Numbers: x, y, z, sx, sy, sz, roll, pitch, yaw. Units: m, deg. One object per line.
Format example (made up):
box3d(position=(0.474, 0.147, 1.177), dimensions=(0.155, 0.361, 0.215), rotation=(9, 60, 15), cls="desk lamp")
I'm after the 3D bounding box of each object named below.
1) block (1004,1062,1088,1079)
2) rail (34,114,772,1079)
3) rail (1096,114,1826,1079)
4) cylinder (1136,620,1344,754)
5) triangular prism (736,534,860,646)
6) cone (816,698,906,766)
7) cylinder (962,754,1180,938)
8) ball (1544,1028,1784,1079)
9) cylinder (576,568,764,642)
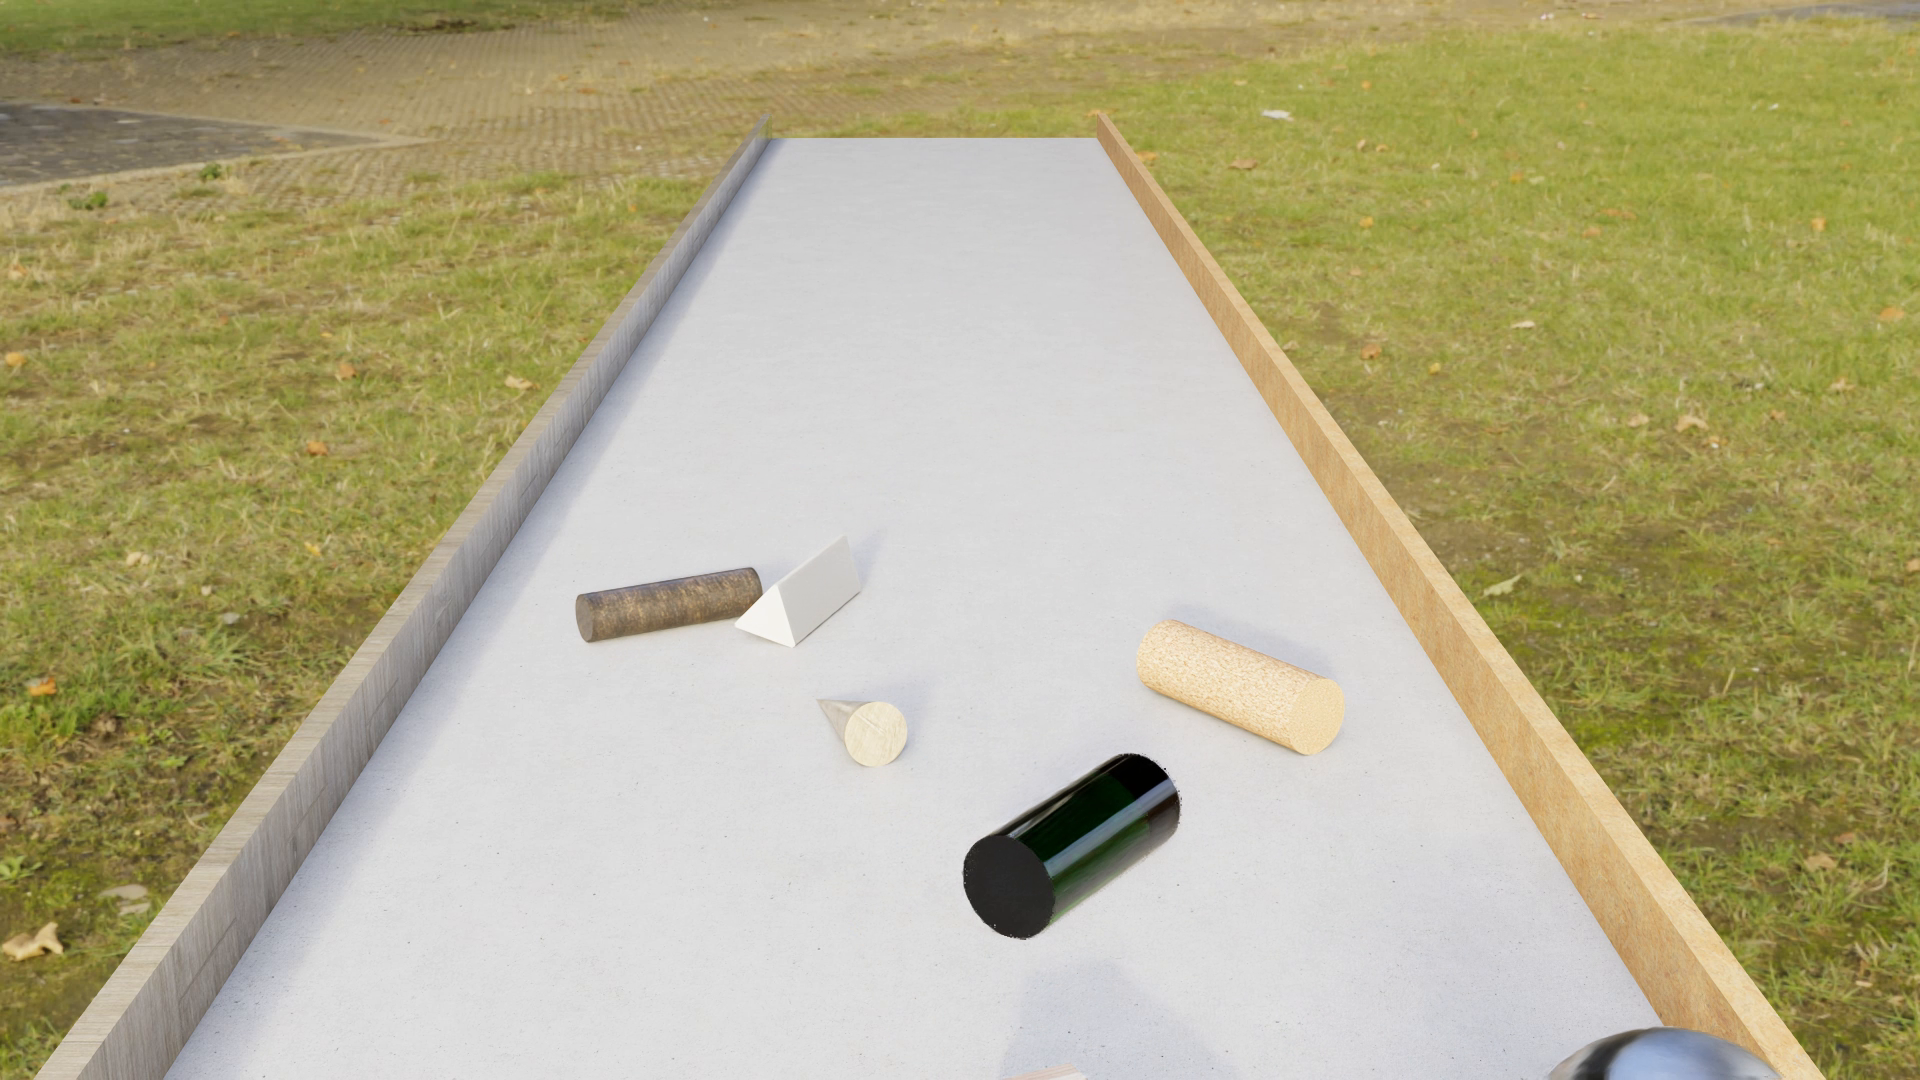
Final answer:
box3d(position=(0.169, 0.759, 2.439), dimensions=(0.135, 0.135, 0.450), rotation=(-8, 18, -25), cls="block")
box3d(position=(-1.118, -0.838, 7.780), dimensions=(0.050, 0.150, 12.000), rotation=(0, 17, -1), cls="rail")
box3d(position=(0.932, -0.844, 7.801), dimensions=(0.050, 0.150, 12.000), rotation=(0, 17, -1), cls="rail")
box3d(position=(0.515, 0.268, 4.078), dimensions=(0.142, 0.142, 0.409), rotation=(-12, 20, -35), cls="cylinder")
box3d(position=(-0.327, 0.091, 4.657), dimensions=(0.134, 0.116, 0.390), rotation=(19, 21, 13), cls="triangular prism")
box3d(position=(-0.212, 0.323, 4.040), dimensions=(0.116, 0.116, 0.356), rotation=(-6, 8, -21), cls="cone")
box3d(position=(0.177, 0.465, 3.381), dimensions=(0.161, 0.161, 0.381), rotation=(11, 20, 32), cls="cylinder")
box3d(position=(0.751, 0.687, 2.326), dimensions=(0.336, 0.336, 0.336), rotation=(0, 17, 0), cls="ball")
box3d(position=(-0.606, 0.134, 4.601), dimensions=(0.381, 0.100, 0.100), rotation=(-9, 19, -28), cls="cylinder")
